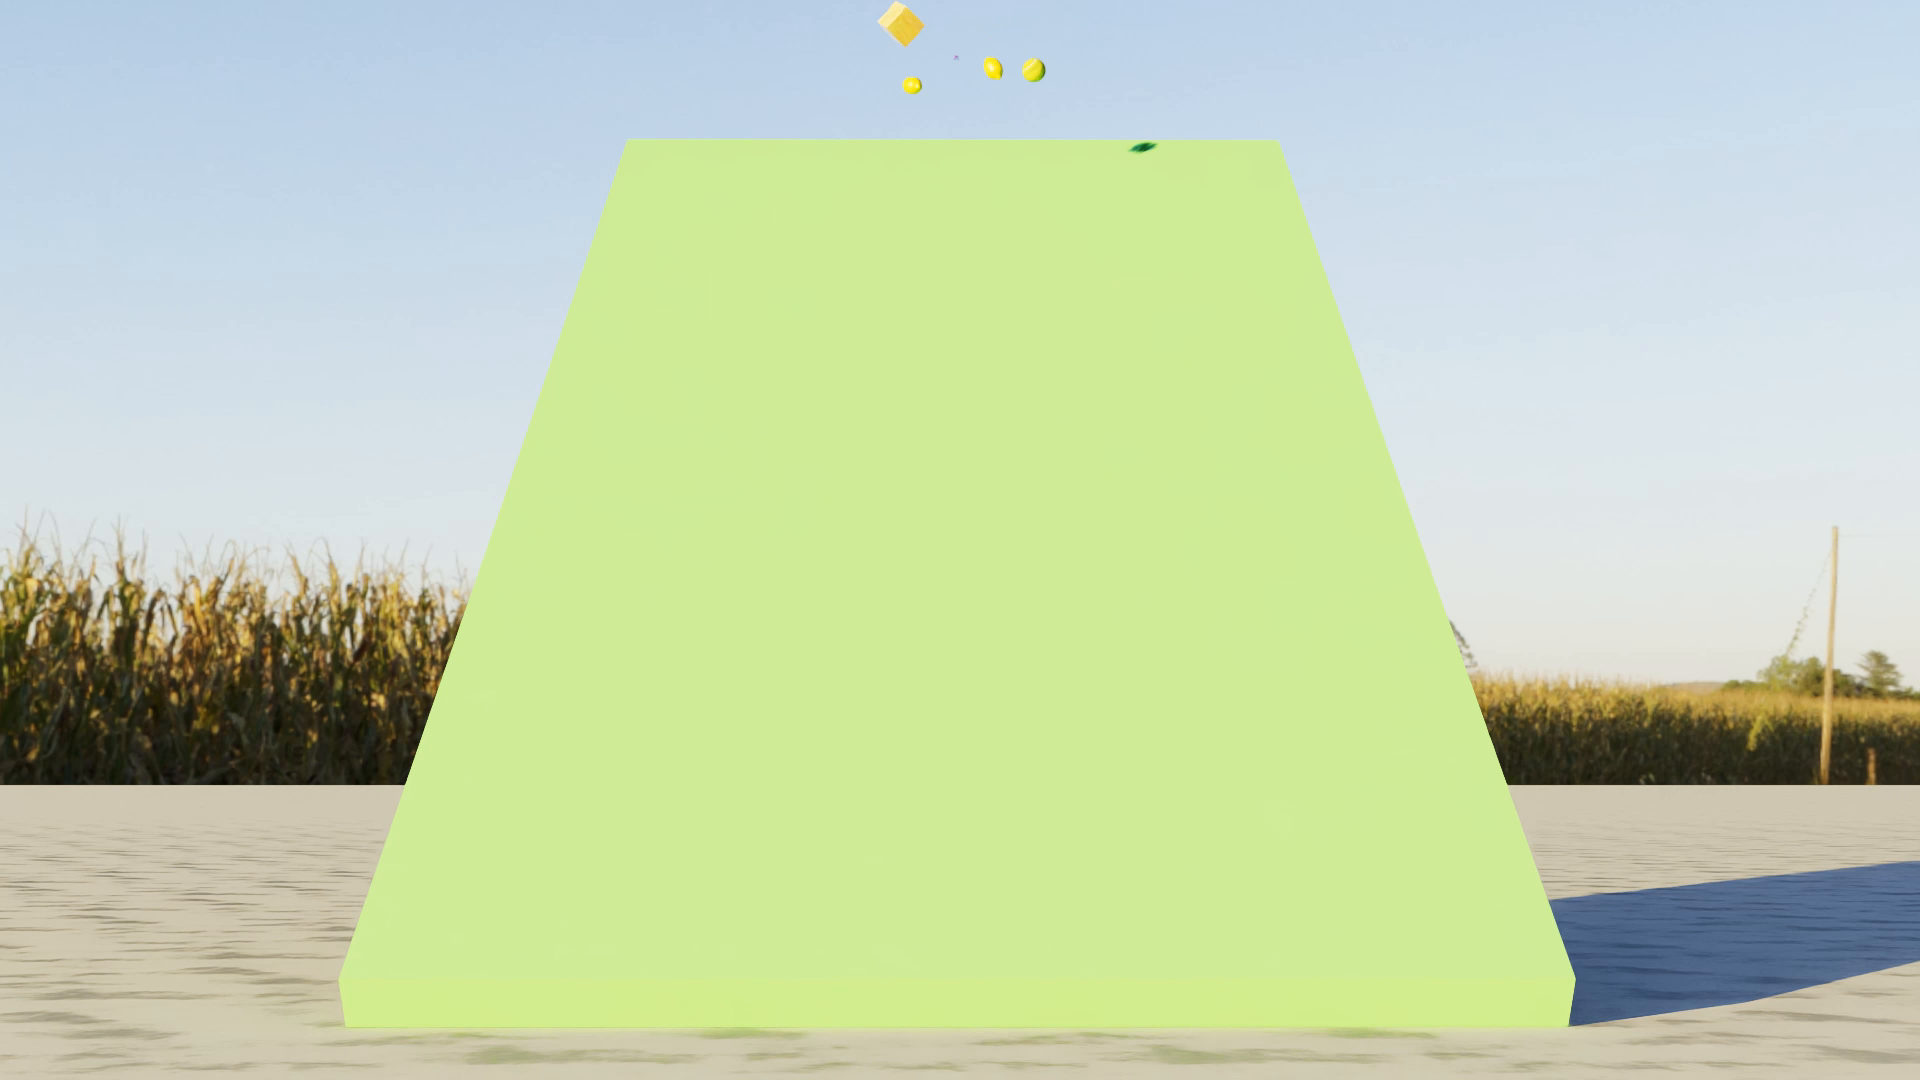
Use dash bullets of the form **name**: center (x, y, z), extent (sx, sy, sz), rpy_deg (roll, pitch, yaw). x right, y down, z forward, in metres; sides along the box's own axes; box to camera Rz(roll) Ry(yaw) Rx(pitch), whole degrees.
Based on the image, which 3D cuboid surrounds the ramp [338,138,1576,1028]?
- **ramp**: center (-0.012, -0.217, 5.655), extent (2.000, 0.100, 4.000), rpy_deg (0, 29, 0)

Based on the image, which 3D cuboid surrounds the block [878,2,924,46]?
- **block**: center (-0.169, -1.481, 6.893), extent (0.082, 0.082, 0.082), rpy_deg (41, 3, -33)
